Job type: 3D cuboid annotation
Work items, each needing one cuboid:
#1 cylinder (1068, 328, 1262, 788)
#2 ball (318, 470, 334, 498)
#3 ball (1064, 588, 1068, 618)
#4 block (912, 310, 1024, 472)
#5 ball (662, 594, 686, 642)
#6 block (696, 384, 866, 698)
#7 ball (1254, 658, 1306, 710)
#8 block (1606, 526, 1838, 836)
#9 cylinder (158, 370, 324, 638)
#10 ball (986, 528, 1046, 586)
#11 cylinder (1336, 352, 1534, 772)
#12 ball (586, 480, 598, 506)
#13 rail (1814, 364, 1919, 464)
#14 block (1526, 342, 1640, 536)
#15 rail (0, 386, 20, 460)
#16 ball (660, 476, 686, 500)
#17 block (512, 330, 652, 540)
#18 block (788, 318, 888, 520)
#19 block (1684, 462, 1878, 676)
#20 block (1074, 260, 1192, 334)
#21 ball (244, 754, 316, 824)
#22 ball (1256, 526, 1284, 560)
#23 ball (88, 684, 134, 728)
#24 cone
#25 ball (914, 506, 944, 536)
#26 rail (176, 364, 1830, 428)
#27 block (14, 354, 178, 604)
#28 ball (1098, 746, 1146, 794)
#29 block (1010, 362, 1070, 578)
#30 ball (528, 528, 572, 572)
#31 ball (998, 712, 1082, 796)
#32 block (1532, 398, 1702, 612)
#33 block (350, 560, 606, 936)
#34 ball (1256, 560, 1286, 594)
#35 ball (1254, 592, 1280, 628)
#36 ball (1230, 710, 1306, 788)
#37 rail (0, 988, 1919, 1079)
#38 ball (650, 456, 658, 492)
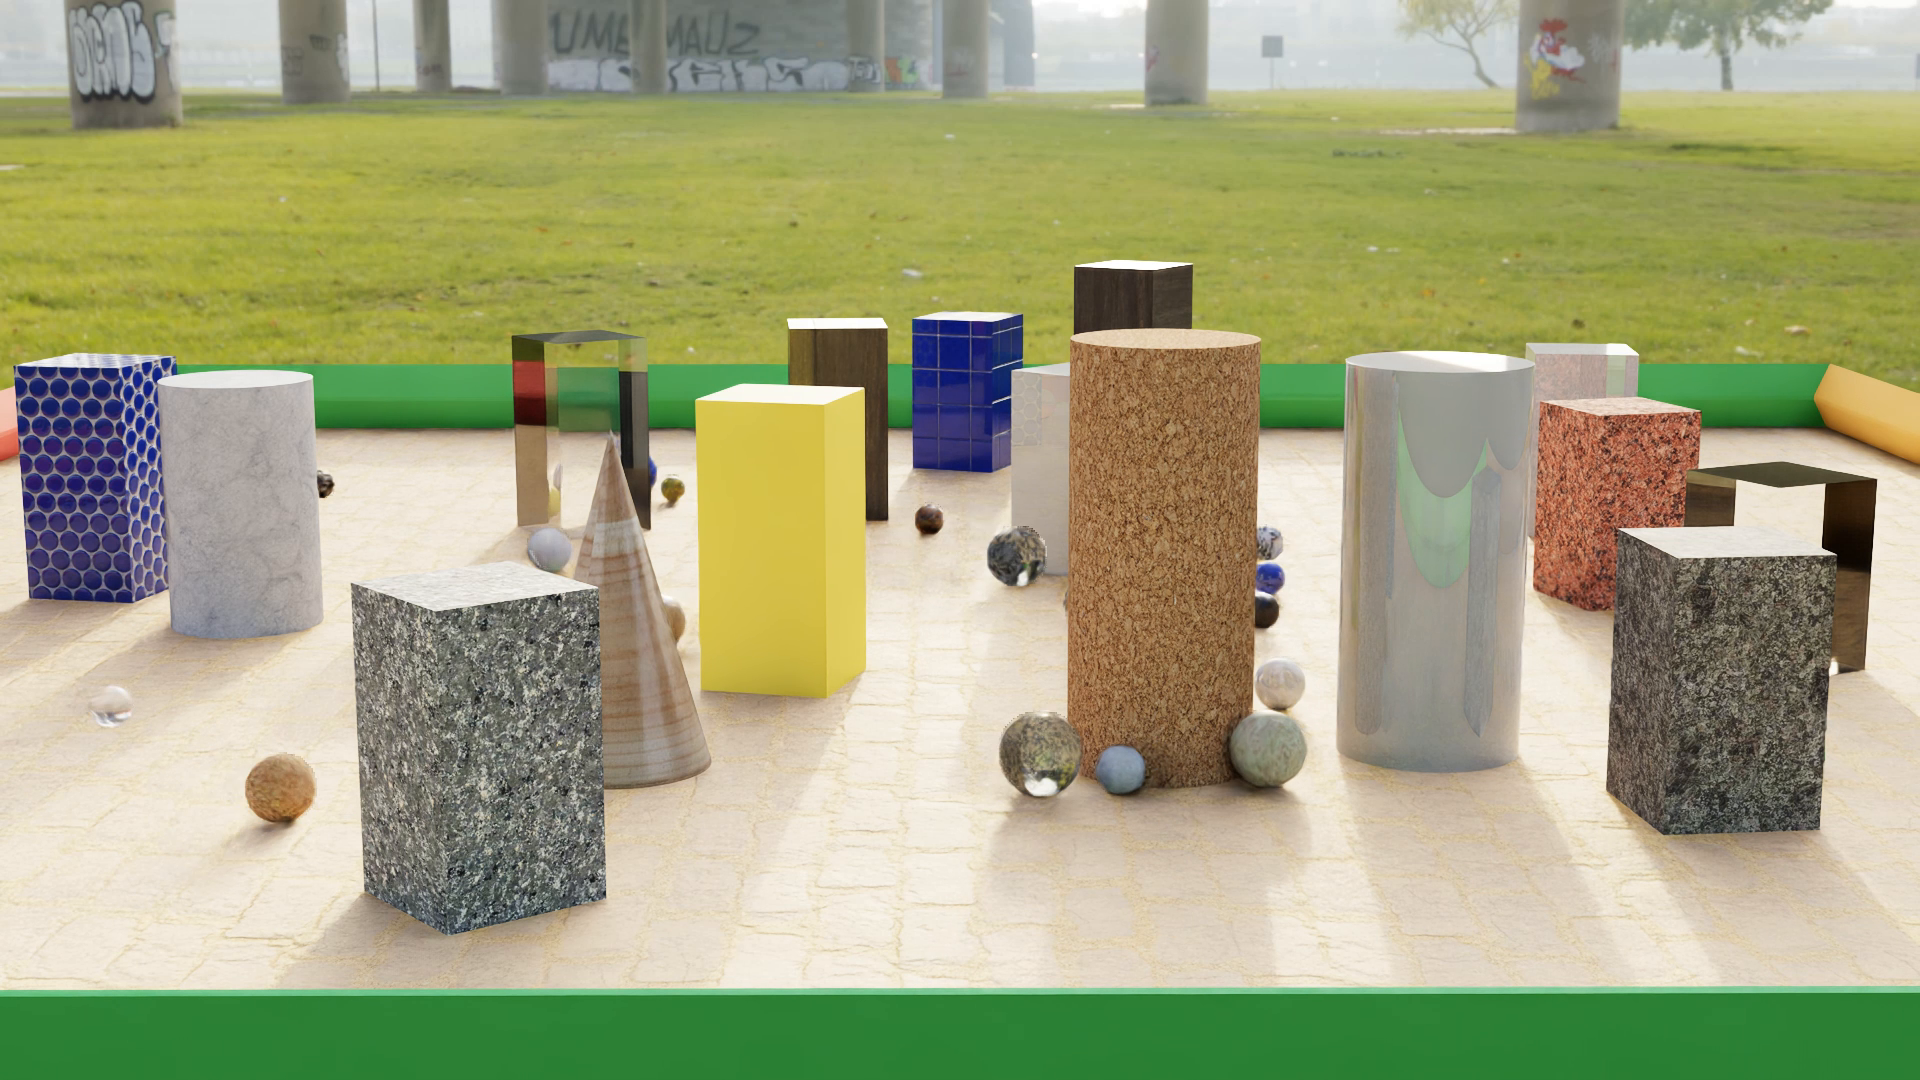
[{"bbox_3d":[0.210,0.014,2.668,0.195,0.449,0.195,0,11,0],"label":"cylinder"},{"bbox_3d":[-1.087,-0.095,4.360,0.047,0.047,0.047,0,11,0],"label":"ball"},{"bbox_3d":[0.179,0.082,3.286,0.092,0.092,0.092,0,11,0],"label":"ball"},{"bbox_3d":[0.015,-0.274,4.705,0.156,0.273,0.156,4,11,21],"label":"block"},{"bbox_3d":[-0.380,0.103,3.232,0.069,0.069,0.069,0,11,0],"label":"ball"},{"bbox_3d":[-0.210,-0.003,3.048,0.156,0.344,0.156,3,11,15],"label":"block"},{"bbox_3d":[0.365,0.164,2.928,0.060,0.060,0.060,0,11,0],"label":"ball"},{"bbox_3d":[0.742,0.134,2.515,0.156,0.270,0.156,-1,11,-6],"label":"block"},{"bbox_3d":[-0.941,-0.050,3.361,0.195,0.324,0.195,0,11,0],"label":"cylinder"},{"bbox_3d":[0.079,0.024,3.619,0.084,0.084,0.084,0,11,0],"label":"ball"},{"bbox_3d":[0.503,0.019,2.728,0.195,0.419,0.195,0,11,0],"label":"cylinder"},{"bbox_3d":[-0.590,-0.072,4.221,0.053,0.053,0.053,0,11,0],"label":"ball"},{"bbox_3d":[1.752,0.031,3.459,0.045,0.127,3.568,0,11,0],"label":"rail"},{"bbox_3d":[0.975,-0.159,4.050,0.156,0.286,0.156,1,11,7],"label":"block"},{"bbox_3d":[-1.752,0.034,3.439,0.045,0.127,3.568,0,11,0],"label":"rail"},{"bbox_3d":[-0.485,-0.087,4.331,0.042,0.042,0.042,0,11,0],"label":"ball"},{"bbox_3d":[-0.597,-0.168,4.048,0.156,0.306,0.156,-7,13,-35],"label":"block"},{"bbox_3d":[-0.200,-0.198,4.188,0.156,0.312,0.156,-1,11,-5],"label":"block"},{"bbox_3d":[0.996,0.036,3.135,0.156,0.236,0.156,-5,12,-26],"label":"block"},{"bbox_3d":[0.309,-0.304,4.589,0.156,0.375,0.156,6,12,31],"label":"block"},{"bbox_3d":[-0.661,0.242,2.493,0.066,0.066,0.066,0,11,0],"label":"ball"},{"bbox_3d":[0.455,0.005,3.807,0.052,0.052,0.052,0,11,0],"label":"ball"},{"bbox_3d":[-0.944,0.185,2.853,0.047,0.047,0.047,0,11,0],"label":"ball"},{"bbox_3d":[-0.359,0.060,2.673,0.195,0.357,0.195,0,11,0],"label":"cone"},{"bbox_3d":[-0.048,-0.031,4.017,0.047,0.047,0.047,0,11,0],"label":"ball"},{"bbox_3d":[-0.010,-0.288,5.180,3.552,0.127,0.045,0,11,0],"label":"rail"},{"bbox_3d":[-1.193,-0.089,3.573,0.156,0.323,0.156,2,11,12],"label":"block"},{"bbox_3d":[0.163,0.232,2.591,0.049,0.049,0.049,0,11,0],"label":"ball"},{"bbox_3d":[0.185,-0.104,3.739,0.156,0.291,0.156,9,14,40],"label":"block"},{"bbox_3d":[-0.595,0.014,3.725,0.064,0.064,0.064,0,11,0],"label":"ball"},{"bbox_3d":[0.081,0.216,2.582,0.084,0.084,0.084,0,11,0],"label":"ball"},{"bbox_3d":[0.901,-0.052,3.529,0.156,0.266,0.156,-3,11,-16],"label":"block"},{"bbox_3d":[-0.422,0.177,2.254,0.156,0.281,0.156,-8,13,-38],"label":"block"},{"bbox_3d":[0.428,0.053,3.563,0.048,0.048,0.048,0,11,0],"label":"ball"},{"bbox_3d":[0.394,0.092,3.351,0.047,0.047,0.047,0,11,0],"label":"ball"},{"bbox_3d":[0.314,0.213,2.615,0.078,0.078,0.078,0,11,0],"label":"ball"},{"bbox_3d":[0.010,0.354,1.718,3.552,0.127,0.045,0,11,0],"label":"rail"},{"bbox_3d":[-0.555,-0.112,4.343,0.086,0.086,0.086,0,11,0],"label":"ball"}]
